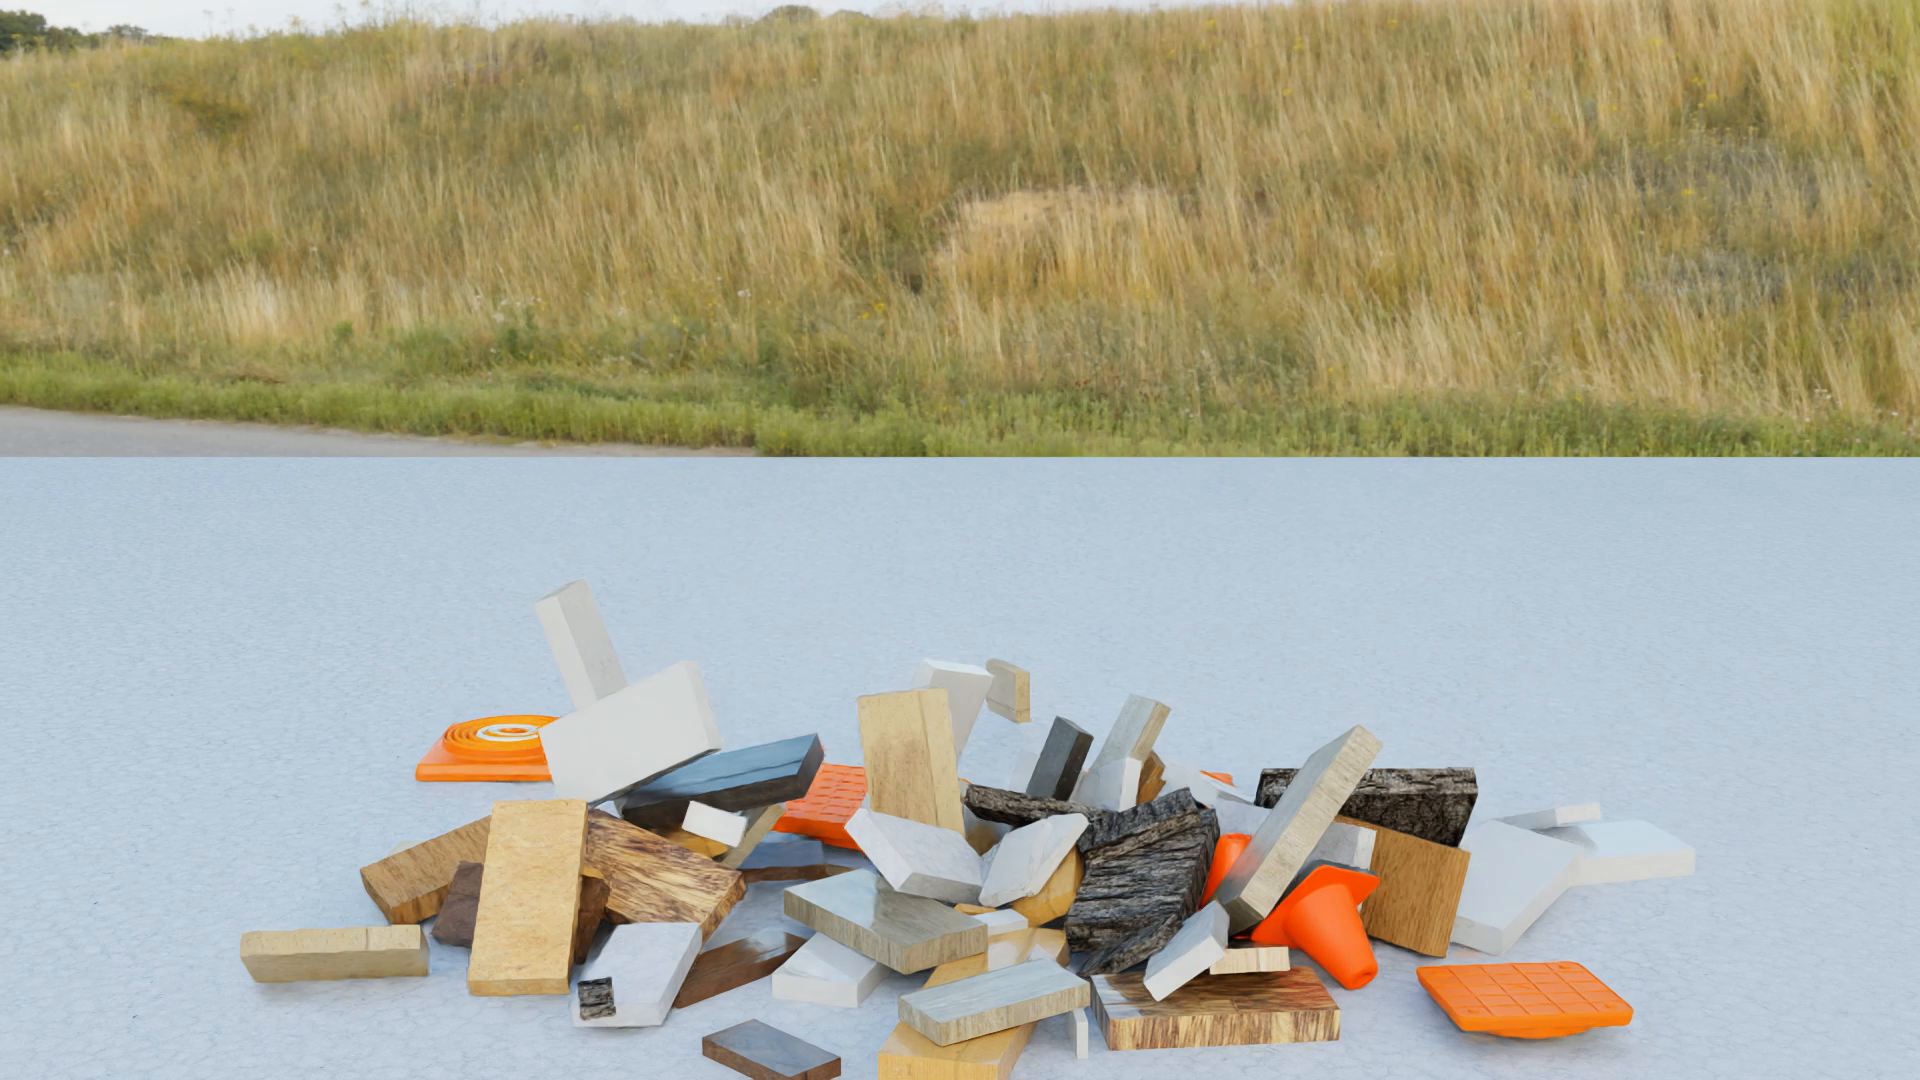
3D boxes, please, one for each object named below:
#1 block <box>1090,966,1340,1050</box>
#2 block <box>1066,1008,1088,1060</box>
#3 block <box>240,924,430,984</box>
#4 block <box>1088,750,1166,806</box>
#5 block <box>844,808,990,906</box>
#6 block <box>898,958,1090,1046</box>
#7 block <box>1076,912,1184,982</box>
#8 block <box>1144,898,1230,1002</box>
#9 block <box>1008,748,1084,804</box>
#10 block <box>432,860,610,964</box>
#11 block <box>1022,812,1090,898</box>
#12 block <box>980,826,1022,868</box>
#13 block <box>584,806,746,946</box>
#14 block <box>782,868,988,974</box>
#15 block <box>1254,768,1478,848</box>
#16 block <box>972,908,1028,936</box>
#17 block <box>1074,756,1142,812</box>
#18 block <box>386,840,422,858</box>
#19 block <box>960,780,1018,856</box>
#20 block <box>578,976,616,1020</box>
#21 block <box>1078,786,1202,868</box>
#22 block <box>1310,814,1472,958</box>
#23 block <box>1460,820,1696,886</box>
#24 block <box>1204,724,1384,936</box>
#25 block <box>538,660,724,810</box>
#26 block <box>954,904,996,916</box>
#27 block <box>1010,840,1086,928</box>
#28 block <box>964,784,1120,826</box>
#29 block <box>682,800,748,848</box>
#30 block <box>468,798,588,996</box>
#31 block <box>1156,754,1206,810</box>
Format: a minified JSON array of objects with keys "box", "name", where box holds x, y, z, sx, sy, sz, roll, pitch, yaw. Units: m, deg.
[{"box":[0.360,0.666,3.133,0.326,0.046,0.163,-1,11,-6],"name":"block"},{"box":[0.162,0.675,3.063,0.015,0.054,0.108,-2,11,-5],"name":"block"},{"box":[-0.920,0.612,3.251,0.255,0.036,0.127,-1,-29,-7],"name":"block"},{"box":[0.305,0.419,3.973,0.032,0.113,0.227,30,8,-19],"name":"block"},{"box":[-0.050,0.506,3.476,0.144,0.041,0.288,46,12,33],"name":"block"},{"box":[0.047,0.638,3.045,0.241,0.033,0.117,-8,12,-30],"name":"block"},{"box":[0.246,0.607,3.238,0.166,0.023,0.083,-35,-2,32],"name":"block"},{"box":[0.326,0.584,3.143,0.117,0.033,0.233,-36,-2,9],"name":"block"},{"box":[0.150,0.454,4.011,0.032,0.113,0.225,21,-5,-21],"name":"block"},{"box":[-0.682,0.578,3.418,0.255,0.036,0.127,4,56,20],"name":"block"},{"box":[0.132,0.506,3.529,0.083,0.023,0.166,-15,28,51],"name":"block"},{"box":[0.120,0.541,3.731,0.112,0.032,0.235,17,16,20],"name":"block"},{"box":[-0.503,0.538,3.465,0.299,0.042,0.149,19,51,26],"name":"block"},{"box":[-0.118,0.581,3.373,0.149,0.042,0.344,-9,12,-34],"name":"block"},{"box":[0.676,0.452,3.701,0.353,0.176,0.050,0,52,-1],"name":"block"},{"box":[0.045,0.590,3.376,0.107,0.015,0.054,-6,12,-28],"name":"block"},{"box":[0.244,0.456,3.866,0.030,0.106,0.211,21,-26,-21],"name":"block"},{"box":[-0.820,0.557,3.731,0.303,0.043,0.152,0,11,2],"name":"block"},{"box":[0.010,0.507,3.814,0.132,0.037,0.264,25,23,11],"name":"block"},{"box":[-0.511,0.644,3.087,0.048,0.014,0.095,-7,16,-10],"name":"block"},{"box":[0.285,0.458,3.515,0.195,0.028,0.098,-22,13,4],"name":"block"},{"box":[0.642,0.534,3.496,0.047,0.167,0.333,17,-4,-42],"name":"block"},{"box":[0.906,0.550,3.754,0.678,0.047,0.167,-3,11,-14],"name":"block"},{"box":[0.504,0.448,3.368,0.353,0.050,0.176,-49,-1,-27],"name":"block"},{"box":[-0.543,0.327,3.618,0.303,0.152,0.043,-25,-16,21],"name":"block"},{"box":[0.012,0.592,3.426,0.107,0.054,0.015,22,31,-55],"name":"block"},{"box":[0.145,0.539,3.536,0.113,0.032,0.227,-27,16,15],"name":"block"},{"box":[0.164,0.471,3.738,0.294,0.037,0.130,9,-16,16],"name":"block"},{"box":[-0.392,0.454,3.517,0.095,0.048,0.014,17,-3,10],"name":"block"},{"box":[-0.653,0.539,3.343,0.144,0.041,0.338,-1,43,-2],"name":"block"},{"box":[0.385,0.451,3.993,0.106,0.030,0.211,3,20,2],"name":"block"}]
